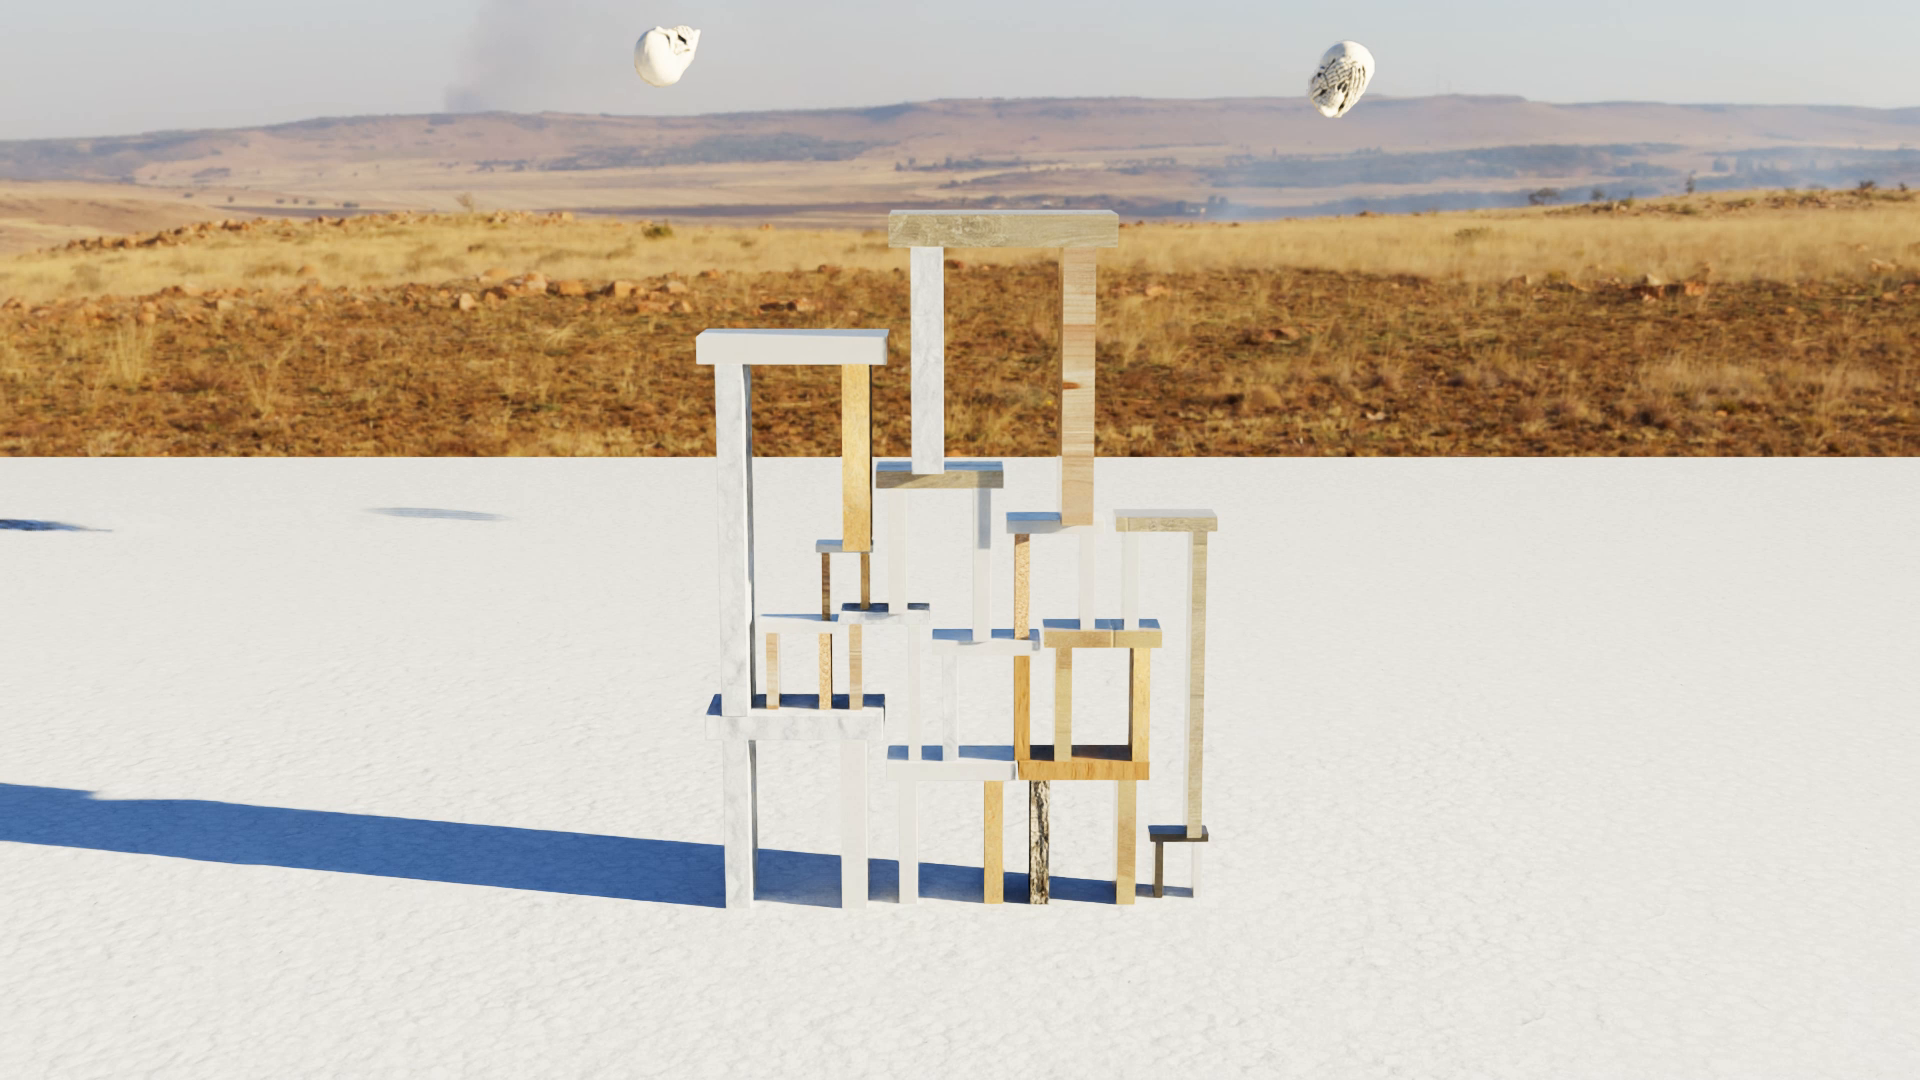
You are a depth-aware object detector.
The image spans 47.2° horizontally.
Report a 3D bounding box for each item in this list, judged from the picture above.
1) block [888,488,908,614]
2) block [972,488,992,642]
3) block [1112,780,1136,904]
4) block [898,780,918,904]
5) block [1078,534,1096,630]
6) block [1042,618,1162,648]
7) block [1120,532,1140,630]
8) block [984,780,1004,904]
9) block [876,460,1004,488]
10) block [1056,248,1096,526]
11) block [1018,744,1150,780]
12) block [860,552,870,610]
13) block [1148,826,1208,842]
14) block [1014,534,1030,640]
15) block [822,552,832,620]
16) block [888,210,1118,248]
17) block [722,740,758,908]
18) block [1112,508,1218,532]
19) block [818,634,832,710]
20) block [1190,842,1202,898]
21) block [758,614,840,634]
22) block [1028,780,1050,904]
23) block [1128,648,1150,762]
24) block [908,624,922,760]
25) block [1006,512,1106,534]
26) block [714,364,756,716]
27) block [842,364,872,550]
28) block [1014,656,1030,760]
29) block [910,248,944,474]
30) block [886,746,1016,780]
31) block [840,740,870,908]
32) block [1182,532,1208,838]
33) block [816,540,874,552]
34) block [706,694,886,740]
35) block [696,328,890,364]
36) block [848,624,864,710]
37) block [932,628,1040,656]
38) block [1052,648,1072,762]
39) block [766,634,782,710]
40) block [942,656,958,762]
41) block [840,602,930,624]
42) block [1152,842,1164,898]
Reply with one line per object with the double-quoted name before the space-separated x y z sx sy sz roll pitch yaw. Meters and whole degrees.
"block" -0.100 0.009 3.562 0.029 0.203 0.102 0 10 0
"block" 0.035 0.032 3.566 0.029 0.250 0.102 0 11 0
"block" 0.273 0.486 3.649 0.030 0.212 0.106 0 11 0
"block" -0.085 0.486 3.653 0.030 0.211 0.105 0 11 0
"block" 0.206 0.060 3.574 0.022 0.157 0.079 0 11 0
"block" 0.231 0.152 3.587 0.190 0.027 0.095 0 11 0
"block" 0.276 0.059 3.570 0.023 0.162 0.081 0 11 0
"block" 0.056 0.486 3.653 0.030 0.211 0.105 0 11 0
"block" -0.032 -0.105 3.541 0.203 0.029 0.102 0 11 0
"block" 0.185 -0.253 3.514 0.050 0.436 0.177 0 11 0
"block" 0.202 0.367 3.627 0.212 0.030 0.106 0 11 0
"block" -0.154 0.063 3.574 0.013 0.094 0.047 0 11 0
"block" 0.362 0.487 3.651 0.097 0.014 0.049 0 11 0
"block" 0.100 0.068 3.576 0.022 0.174 0.079 0 11 0
"block" -0.217 0.071 3.576 0.013 0.111 0.047 0 11 0
"block" 0.067 -0.492 3.469 0.354 0.050 0.177 0 11 0
"block" -0.363 0.450 3.642 0.040 0.285 0.143 0 11 0
"block" 0.330 -0.032 3.553 0.162 0.023 0.081 0 11 0
"block" -0.219 0.208 3.594 0.018 0.128 0.064 0 11 0
"block" 0.394 0.542 3.661 0.014 0.097 0.049 0 11 0
"block" -0.262 0.136 3.581 0.128 0.018 0.064 0 11 0
"block" 0.131 0.486 3.649 0.030 0.212 0.106 0 11 0
"block" 0.294 0.258 3.607 0.027 0.190 0.095 0 11 0
"block" -0.074 0.242 3.602 0.020 0.228 0.072 0 11 0
"block" 0.153 -0.028 3.558 0.158 0.022 0.079 0 11 0
"block" -0.362 -0.009 3.558 0.042 0.567 0.149 0 11 0
"block" -0.164 -0.142 3.533 0.042 0.297 0.148 0 10 0
"block" 0.101 0.265 3.611 0.025 0.175 0.088 0 11 0
"block" -0.051 -0.293 3.507 0.050 0.354 0.177 0 11 0
"block" -0.015 0.368 3.631 0.211 0.030 0.105 0 11 0
"block" -0.173 0.450 3.642 0.040 0.285 0.143 0 11 0
"block" 0.384 0.230 3.602 0.023 0.510 0.081 0 11 0
"block" -0.186 0.010 3.564 0.094 0.013 0.047 0 10 0
"block" -0.268 0.290 3.612 0.285 0.040 0.143 0 11 0
"block" -0.263 -0.309 3.502 0.297 0.042 0.148 0 11 0
"block" -0.169 0.200 3.594 0.020 0.143 0.072 0 10 0
"block" 0.042 0.166 3.592 0.176 0.025 0.088 0 11 0
"block" 0.167 0.258 3.607 0.027 0.190 0.095 0 11 0
"block" -0.304 0.208 3.594 0.018 0.128 0.064 0 11 0
"block" -0.016 0.266 3.611 0.025 0.178 0.088 0 11 0
"block" -0.121 0.120 3.579 0.143 0.020 0.072 0 10 0
"block" 0.329 0.542 3.661 0.014 0.097 0.049 0 11 0
